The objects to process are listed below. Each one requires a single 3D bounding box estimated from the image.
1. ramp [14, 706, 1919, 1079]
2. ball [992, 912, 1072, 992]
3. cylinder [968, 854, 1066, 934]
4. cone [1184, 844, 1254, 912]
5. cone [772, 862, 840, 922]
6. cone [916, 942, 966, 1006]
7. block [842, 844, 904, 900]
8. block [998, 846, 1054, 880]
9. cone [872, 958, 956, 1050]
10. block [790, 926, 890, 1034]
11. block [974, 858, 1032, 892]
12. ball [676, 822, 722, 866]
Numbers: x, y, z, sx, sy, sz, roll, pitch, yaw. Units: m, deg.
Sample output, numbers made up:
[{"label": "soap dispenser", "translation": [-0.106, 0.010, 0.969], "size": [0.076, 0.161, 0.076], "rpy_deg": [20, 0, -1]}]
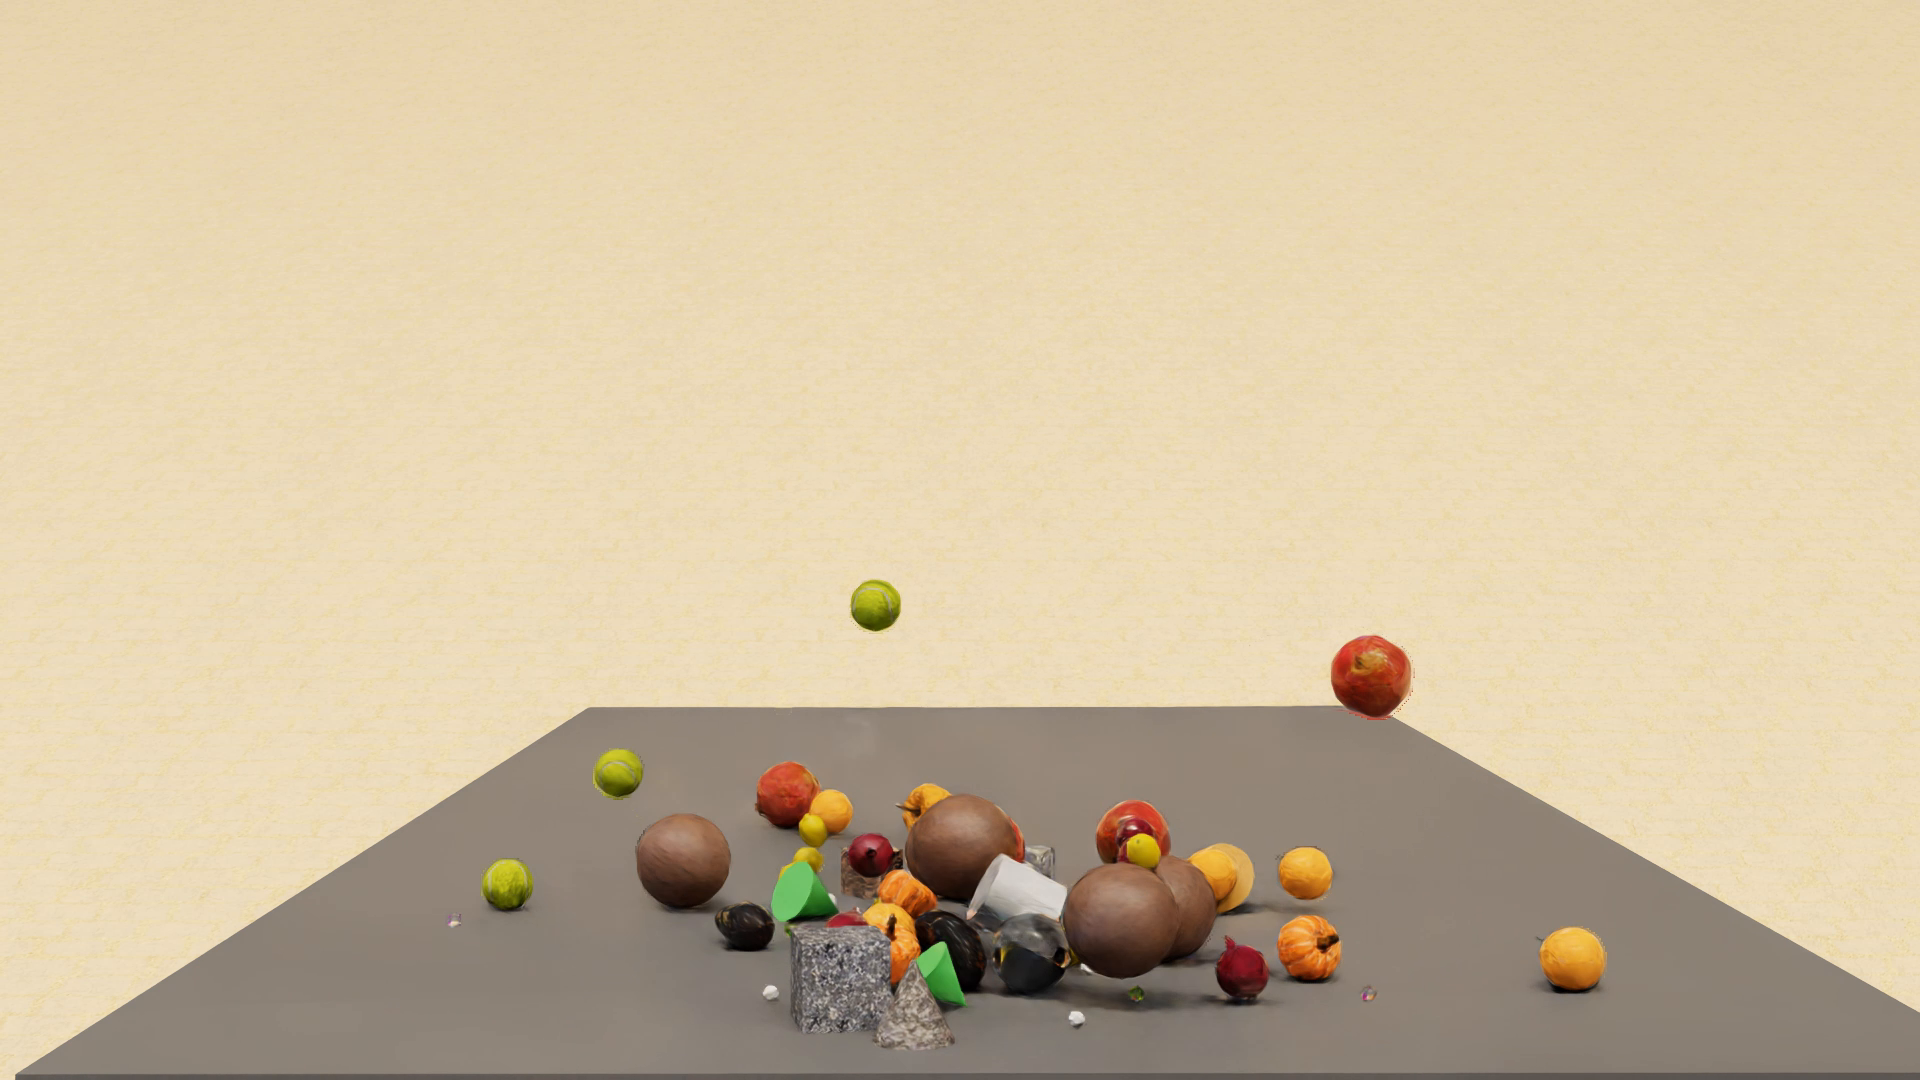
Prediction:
[{"label": "ramp", "translation": [0.058, 0.527, 4.565], "size": [2.000, 0.100, 4.000], "rpy_deg": [0, 2, 0]}, {"label": "ball", "translation": [0.081, 0.471, 2.954], "size": [0.092, 0.092, 0.092], "rpy_deg": [0, 26, 0]}, {"label": "cylinder", "translation": [0.067, 0.429, 3.047], "size": [0.087, 0.087, 0.087], "rpy_deg": [28, 26, -6]}, {"label": "cone", "translation": [0.371, 0.481, 3.551], "size": [0.099, 0.099, 0.099], "rpy_deg": [-11, 61, 20]}, {"label": "cone", "translation": [-0.193, 0.487, 3.467], "size": [0.085, 0.085, 0.085], "rpy_deg": [31, 9, -32]}, {"label": "cone", "translation": [-0.016, 0.498, 2.873], "size": [0.070, 0.070, 0.070], "rpy_deg": [-43, 12, 11]}, {"label": "block", "translation": [-0.124, 0.470, 3.651], "size": [0.064, 0.064, 0.064], "rpy_deg": [-1, 2, -32]}, {"label": "block", "translation": [0.093, 0.469, 3.642], "size": [0.065, 0.065, 0.065], "rpy_deg": [0, 2, 16]}, {"label": "cone", "translation": [-0.049, 0.482, 2.710], "size": [0.088, 0.088, 0.088], "rpy_deg": [0, 2, 0]}, {"label": "block", "translation": [-0.130, 0.476, 2.803], "size": [0.096, 0.096, 0.096], "rpy_deg": [0, 2, -11]}, {"label": "block", "translation": [0.059, 0.473, 3.530], "size": [0.064, 0.064, 0.064], "rpy_deg": [0, 2, -16]}, {"label": "ball", "translation": [-0.396, 0.461, 3.908], "size": [0.068, 0.068, 0.068], "rpy_deg": [0, 26, 0]}]
